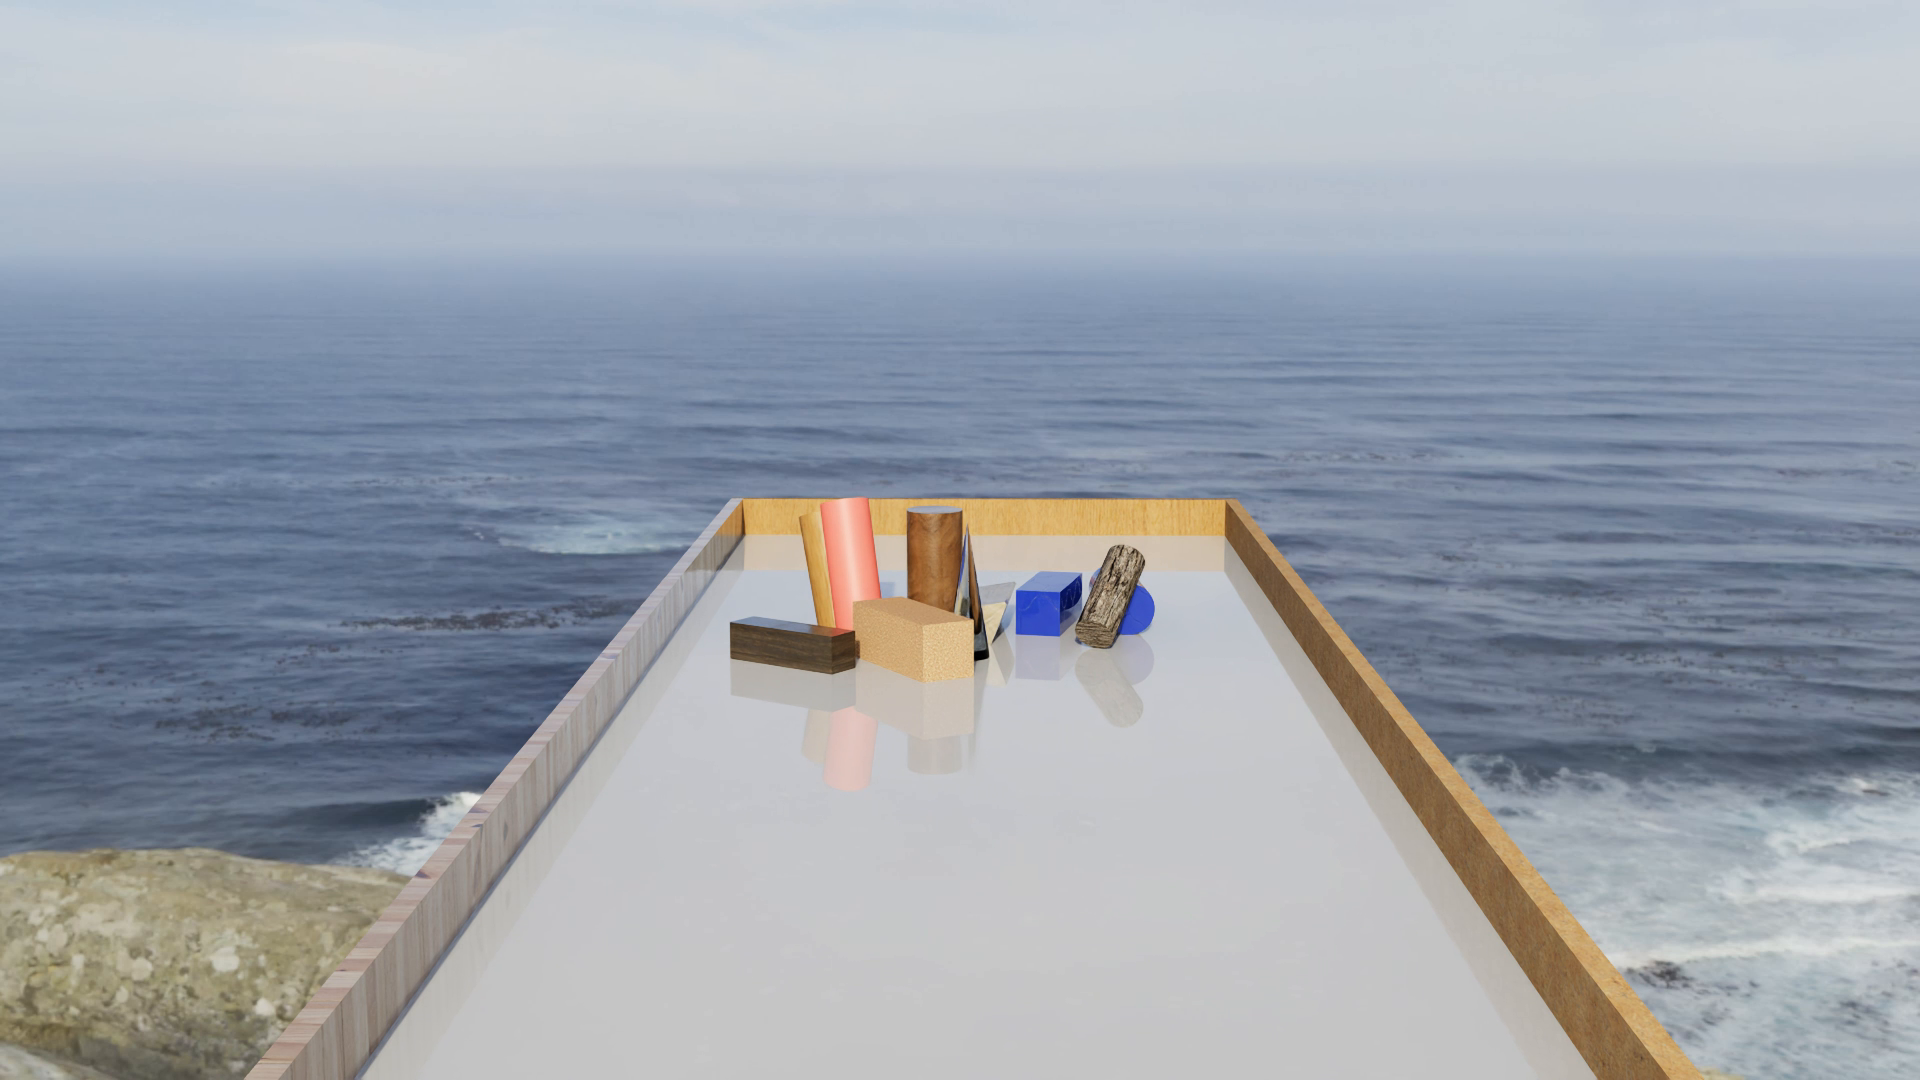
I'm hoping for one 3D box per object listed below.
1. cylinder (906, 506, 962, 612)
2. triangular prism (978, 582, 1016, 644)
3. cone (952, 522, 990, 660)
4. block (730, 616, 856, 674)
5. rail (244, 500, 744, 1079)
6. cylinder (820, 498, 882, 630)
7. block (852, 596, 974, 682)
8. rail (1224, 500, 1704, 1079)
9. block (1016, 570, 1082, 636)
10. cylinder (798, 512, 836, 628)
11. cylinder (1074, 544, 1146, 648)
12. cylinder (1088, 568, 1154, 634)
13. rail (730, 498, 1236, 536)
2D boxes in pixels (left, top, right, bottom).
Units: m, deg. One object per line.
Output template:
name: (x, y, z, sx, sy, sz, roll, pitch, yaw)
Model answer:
cylinder: (-0.080, 0.111, 6.974, 0.178, 0.419, 0.178, 0, 9, 0)
triangular prism: (0.116, 0.207, 7.095, 0.125, 0.144, 0.371, -39, 3, 10)
cone: (0.023, 0.147, 6.707, 0.136, 0.424, 0.136, 0, 12, 0)
block: (-0.508, 0.317, 6.647, 0.395, 0.114, 0.114, 6, 11, 34)
rail: (-1.004, 0.839, 3.234, 0.050, 0.150, 12.000, 0, 9, 1)
cylinder: (-0.334, 0.099, 6.885, 0.154, 0.444, 0.154, -8, -6, -1)
block: (-0.144, 0.295, 6.604, 0.170, 0.170, 0.440, -5, 10, -30)
rail: (1.046, 0.843, 3.208, 0.050, 0.150, 12.000, 0, 9, 1)
block: (0.295, 0.207, 7.239, 0.145, 0.145, 0.375, 2, 9, 14)
cylinder: (-0.413, 0.107, 7.010, 0.137, 0.391, 0.137, -10, -5, -1)
cylinder: (0.475, 0.176, 6.939, 0.126, 0.126, 0.340, 4, 45, 25)
cylinder: (0.531, 0.193, 7.261, 0.167, 0.167, 0.391, -1, 9, -3)
rail: (0.099, -0.098, 9.147, 2.100, 0.150, 0.050, 0, 9, 1)
